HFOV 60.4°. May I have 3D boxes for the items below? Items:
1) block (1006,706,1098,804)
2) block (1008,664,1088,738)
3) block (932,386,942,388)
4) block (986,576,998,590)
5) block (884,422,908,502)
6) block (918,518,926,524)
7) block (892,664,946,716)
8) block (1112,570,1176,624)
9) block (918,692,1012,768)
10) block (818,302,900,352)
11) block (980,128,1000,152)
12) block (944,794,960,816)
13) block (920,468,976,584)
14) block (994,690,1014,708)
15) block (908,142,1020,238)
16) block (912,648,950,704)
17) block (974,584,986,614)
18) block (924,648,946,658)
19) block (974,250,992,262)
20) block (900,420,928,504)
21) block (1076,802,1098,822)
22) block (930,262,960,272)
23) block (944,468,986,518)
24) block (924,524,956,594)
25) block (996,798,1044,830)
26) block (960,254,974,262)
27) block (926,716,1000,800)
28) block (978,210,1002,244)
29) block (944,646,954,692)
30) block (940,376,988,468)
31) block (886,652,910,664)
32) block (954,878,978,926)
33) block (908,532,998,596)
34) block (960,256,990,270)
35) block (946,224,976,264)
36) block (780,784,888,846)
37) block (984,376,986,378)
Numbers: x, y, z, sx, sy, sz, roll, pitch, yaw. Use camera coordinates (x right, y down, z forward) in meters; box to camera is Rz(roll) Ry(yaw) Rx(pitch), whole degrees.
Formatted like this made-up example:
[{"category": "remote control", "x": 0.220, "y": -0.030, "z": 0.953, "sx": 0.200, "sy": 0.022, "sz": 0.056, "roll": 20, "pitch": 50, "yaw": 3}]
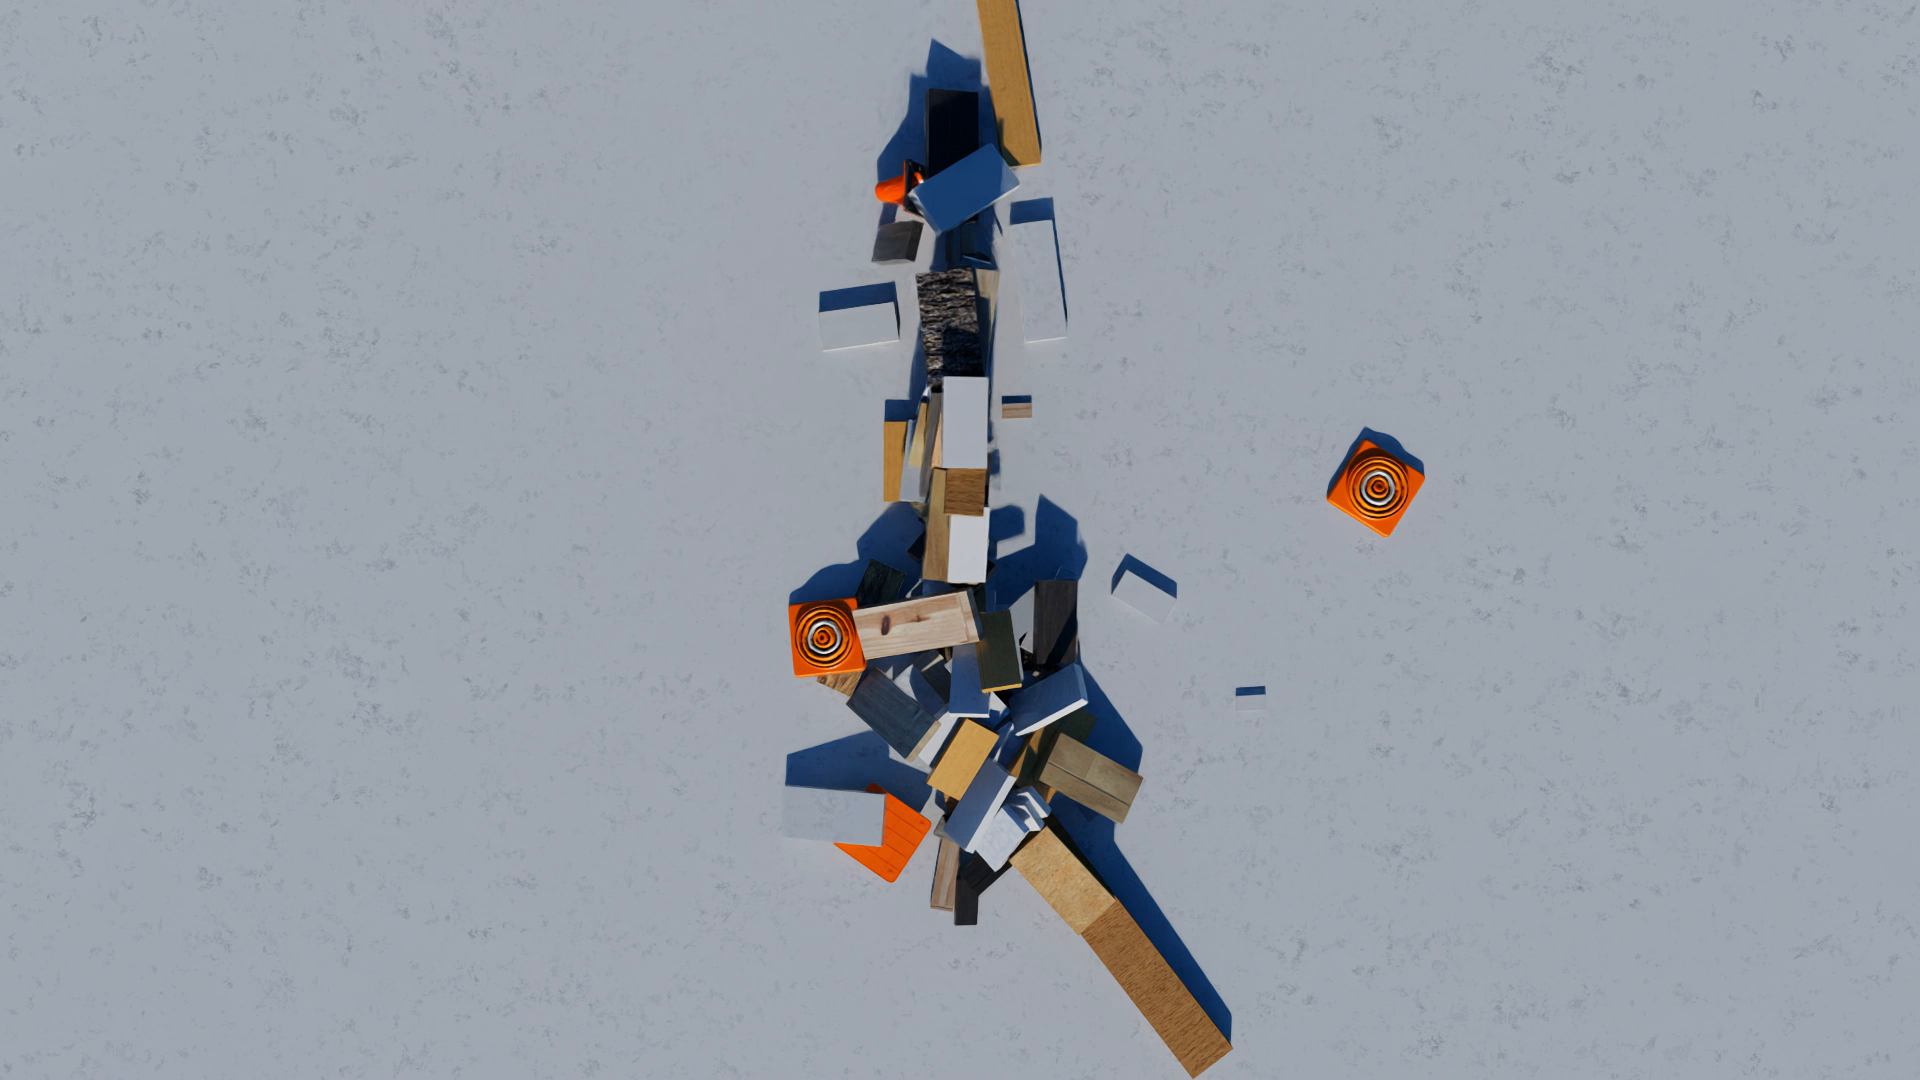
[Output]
[{"category": "block", "x": 0.297, "y": 0.684, "z": 5.418, "sx": 0.167, "sy": 0.047, "sz": 0.335, "roll": 36, "pitch": 77, "yaw": -15}, {"category": "block", "x": 0.286, "y": 0.523, "z": 5.370, "sx": 0.273, "sy": 0.039, "sz": 0.136, "roll": -31, "pitch": 50, "yaw": 26}, {"category": "block", "x": -0.035, "y": -0.440, "z": 5.253, "sx": 0.103, "sy": 0.029, "sz": 0.206, "roll": 0, "pitch": 114, "yaw": -3}, {"category": "block", "x": 0.075, "y": 0.170, "z": 5.478, "sx": 0.060, "sy": 0.017, "sz": 0.120, "roll": 23, "pitch": 86, "yaw": -19}, {"category": "block", "x": -0.187, "y": -0.260, "z": 5.481, "sx": 0.132, "sy": 0.037, "sz": 0.264, "roll": 0, "pitch": 90, "yaw": 0}, {"category": "block", "x": -0.096, "y": -0.101, "z": 5.493, "sx": 0.050, "sy": 0.014, "sz": 0.101, "roll": 24, "pitch": 90, "yaw": 0}, {"category": "block", "x": -0.133, "y": 0.509, "z": 5.487, "sx": 0.093, "sy": 0.026, "sz": 0.186, "roll": -37, "pitch": 90, "yaw": 0}, {"category": "block", "x": 0.613, "y": 0.190, "z": 5.486, "sx": 0.195, "sy": 0.028, "sz": 0.098, "roll": 30, "pitch": 90, "yaw": 0}, {"category": "block", "x": -0.004, "y": 0.609, "z": 5.397, "sx": 0.318, "sy": 0.045, "sz": 0.159, "roll": -42, "pitch": 114, "yaw": 0}, {"category": "block", "x": -0.337, "y": -0.708, "z": 5.482, "sx": 0.254, "sy": 0.036, "sz": 0.127, "roll": -8, "pitch": 90, "yaw": 0}, {"category": "block", "x": 0.103, "y": -1.312, "z": 5.488, "sx": 0.059, "sy": 0.017, "sz": 0.117, "roll": -3, "pitch": 90, "yaw": -8}, {"category": "block", "x": -0.007, "y": 0.844, "z": 5.451, "sx": 0.089, "sy": 0.025, "sz": 0.178, "roll": -13, "pitch": 100, "yaw": 0}, {"category": "block", "x": -0.019, "y": -0.043, "z": 5.258, "sx": 0.175, "sy": 0.050, "sz": 0.351, "roll": 6, "pitch": 91, "yaw": -10}, {"category": "block", "x": 0.113, "y": 0.526, "z": 5.492, "sx": 0.119, "sy": 0.017, "sz": 0.059, "roll": 12, "pitch": 90, "yaw": 0}, {"category": "block", "x": 0.016, "y": -1.144, "z": 5.381, "sx": 0.339, "sy": 0.048, "sz": 0.170, "roll": -35, "pitch": 90, "yaw": -22}, {"category": "block", "x": -0.063, "y": 0.449, "z": 5.461, "sx": 0.093, "sy": 0.026, "sz": 0.186, "roll": -37, "pitch": 102, "yaw": 8}, {"category": "block", "x": 0.018, "y": 0.122, "z": 5.418, "sx": 0.134, "sy": 0.038, "sz": 0.267, "roll": -2, "pitch": 65, "yaw": 8}, {"category": "block", "x": -0.078, "y": 0.344, "z": 5.464, "sx": 0.093, "sy": 0.026, "sz": 0.186, "roll": -33, "pitch": 101, "yaw": 7}, {"category": "block", "x": 0.052, "y": -0.870, "z": 5.292, "sx": 0.053, "sy": 0.015, "sz": 0.105, "roll": 30, "pitch": 93, "yaw": -2}, {"category": "block", "x": -0.115, "y": -0.255, "z": 5.396, "sx": 0.132, "sy": 0.037, "sz": 0.264, "roll": 6, "pitch": 86, "yaw": 15}, {"category": "block", "x": 0.463, "y": 0.866, "z": 5.490, "sx": 0.145, "sy": 0.021, "sz": 0.072, "roll": -37, "pitch": 90, "yaw": 0}, {"category": "block", "x": -0.004, "y": -0.742, "z": 5.344, "sx": 0.153, "sy": 0.043, "sz": 0.305, "roll": -7, "pitch": 94, "yaw": 0}, {"category": "block", "x": 0.017, "y": -0.197, "z": 5.145, "sx": 0.122, "sy": 0.035, "sz": 0.244, "roll": 4, "pitch": 82, "yaw": -10}, {"category": "block", "x": -0.050, "y": 0.075, "z": 5.408, "sx": 0.134, "sy": 0.038, "sz": 0.267, "roll": -3, "pitch": 65, "yaw": 8}, {"category": "block", "x": 0.157, "y": 0.904, "z": 5.395, "sx": 0.223, "sy": 0.032, "sz": 0.112, "roll": -12, "pitch": 120, "yaw": 39}, {"category": "block", "x": 0.030, "y": -0.868, "z": 5.308, "sx": 0.053, "sy": 0.015, "sz": 0.105, "roll": -1, "pitch": 94, "yaw": 0}, {"category": "block", "x": 0.008, "y": 0.711, "z": 5.378, "sx": 0.127, "sy": 0.036, "sz": 0.254, "roll": 29, "pitch": 98, "yaw": -13}, {"category": "block", "x": 0.099, "y": -1.042, "z": 5.493, "sx": 0.050, "sy": 0.014, "sz": 0.099, "roll": -23, "pitch": 90, "yaw": 0}, {"category": "block", "x": 0.019, "y": 0.400, "z": 5.445, "sx": 0.126, "sy": 0.036, "sz": 0.252, "roll": -3, "pitch": 85, "yaw": -28}, {"category": "block", "x": 0.014, "y": -0.363, "z": 5.103, "sx": 0.140, "sy": 0.040, "sz": 0.281, "roll": 0, "pitch": 93, "yaw": -10}, {"category": "block", "x": -0.192, "y": 0.323, "z": 5.488, "sx": 0.082, "sy": 0.023, "sz": 0.164, "roll": 22, "pitch": 90, "yaw": 0}, {"category": "block", "x": 0.022, "y": 1.202, "z": 5.478, "sx": 0.076, "sy": 0.021, "sz": 0.151, "roll": 3, "pitch": 90, "yaw": -19}, {"category": "block", "x": -0.026, "y": 0.066, "z": 5.367, "sx": 0.267, "sy": 0.038, "sz": 0.134, "roll": 35, "pitch": 75, "yaw": 22}, {"category": "block", "x": 0.030, "y": -0.810, "z": 5.275, "sx": 0.090, "sy": 0.026, "sz": 0.181, "roll": 14, "pitch": 112, "yaw": -5}, {"category": "block", "x": 0.000, "y": -0.936, "z": 5.411, "sx": 0.097, "sy": 0.027, "sz": 0.194, "roll": 0, "pitch": 105, "yaw": -1}, {"category": "block", "x": -0.415, "y": 0.909, "z": 5.445, "sx": 0.339, "sy": 0.048, "sz": 0.170, "roll": 3, "pitch": 88, "yaw": 10}, {"category": "block", "x": 0.006, "y": -0.492, "z": 5.436, "sx": 0.153, "sy": 0.043, "sz": 0.305, "roll": 0, "pitch": 106, "yaw": 0}]
